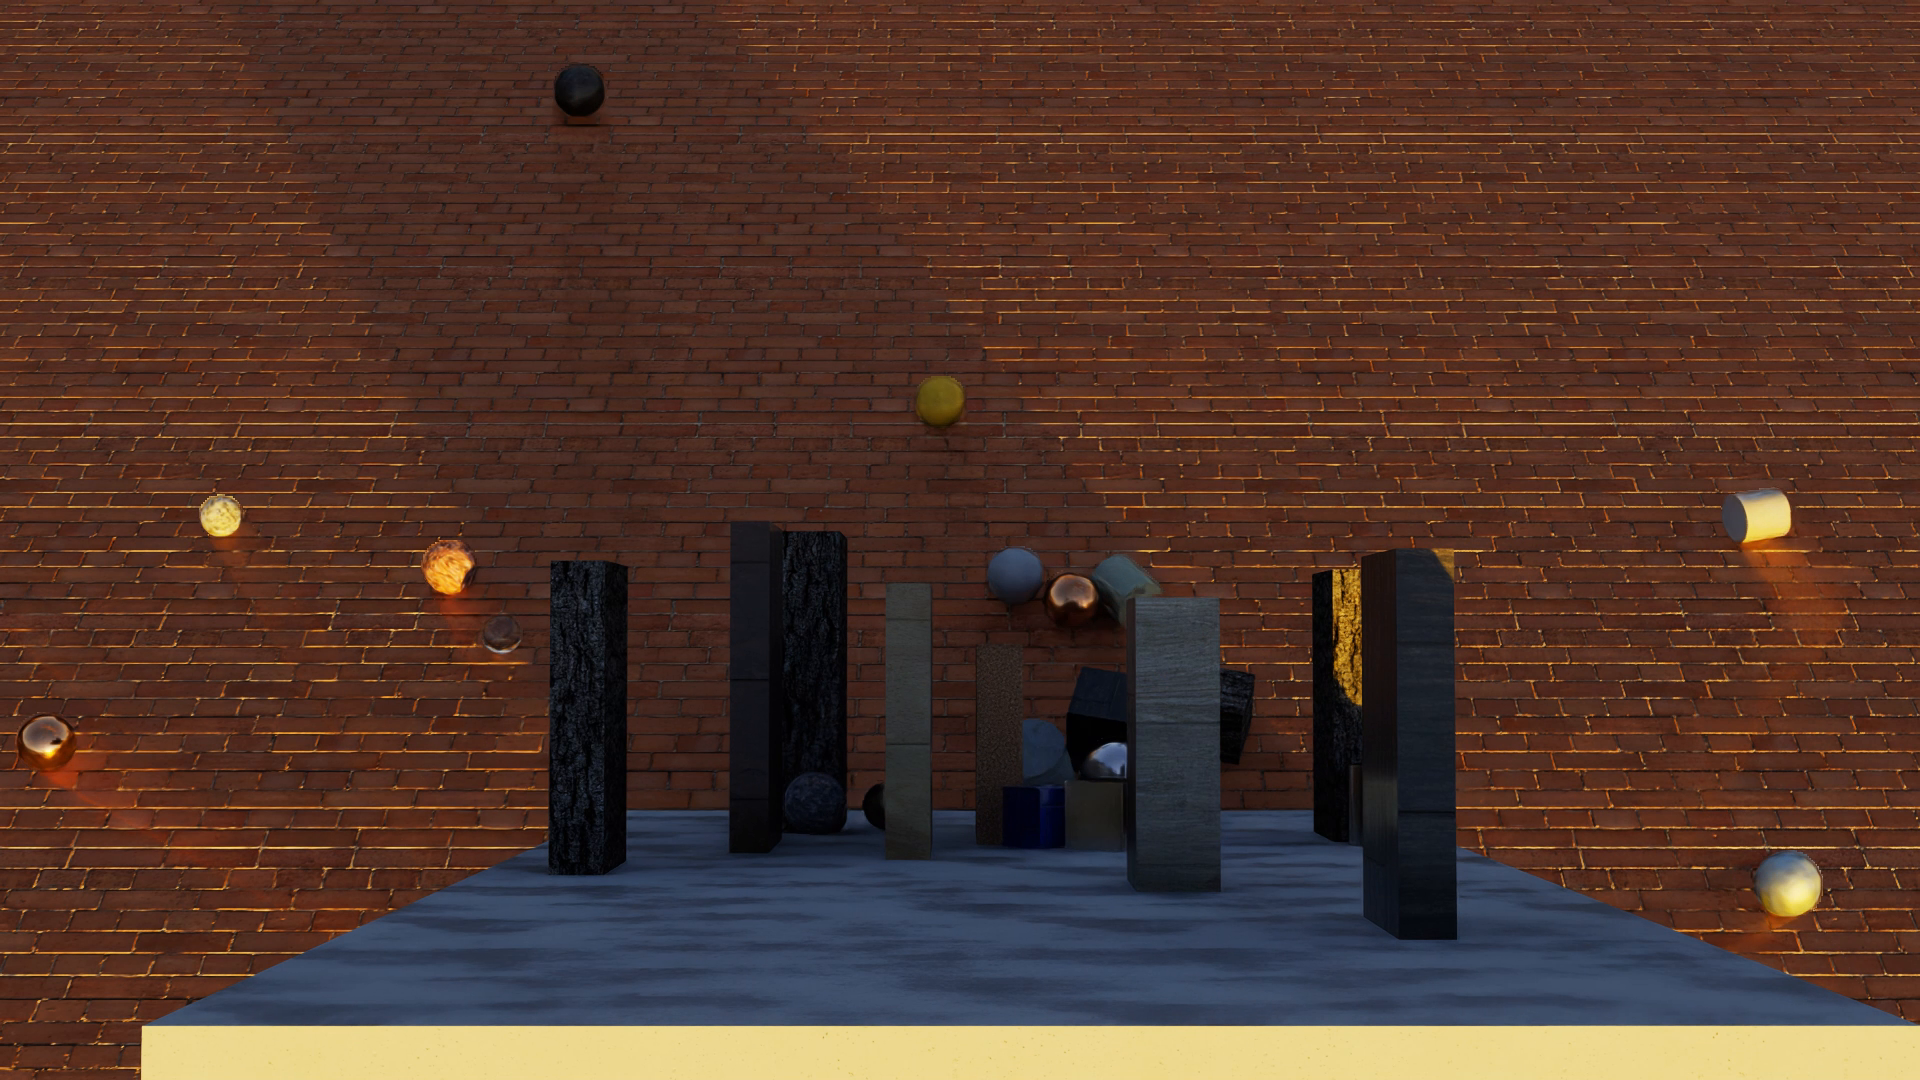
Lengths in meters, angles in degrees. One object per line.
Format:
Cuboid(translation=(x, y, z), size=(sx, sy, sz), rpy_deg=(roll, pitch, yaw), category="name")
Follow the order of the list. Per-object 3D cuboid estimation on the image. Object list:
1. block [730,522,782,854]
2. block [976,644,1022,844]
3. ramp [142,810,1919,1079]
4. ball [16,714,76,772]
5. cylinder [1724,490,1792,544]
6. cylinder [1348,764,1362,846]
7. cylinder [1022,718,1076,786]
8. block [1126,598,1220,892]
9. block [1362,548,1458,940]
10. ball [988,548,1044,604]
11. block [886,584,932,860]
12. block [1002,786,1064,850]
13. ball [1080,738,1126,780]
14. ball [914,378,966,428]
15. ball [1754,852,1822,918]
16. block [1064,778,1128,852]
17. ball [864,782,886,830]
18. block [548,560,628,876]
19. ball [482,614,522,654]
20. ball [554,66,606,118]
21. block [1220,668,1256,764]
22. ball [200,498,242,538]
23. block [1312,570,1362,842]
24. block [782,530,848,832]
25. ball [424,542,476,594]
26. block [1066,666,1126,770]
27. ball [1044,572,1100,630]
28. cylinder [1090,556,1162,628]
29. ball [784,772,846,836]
Cuboid(translation=(-0.442, 0.317, 5.663), size=(0.082, 0.696, 0.404), rpy_deg=(0, -2, 0), category="block")
Cuboid(translation=(0.087, 0.457, 5.914), size=(0.101, 0.438, 0.443), rpy_deg=(0, -2, 0), category="block")
Cuboid(translation=(0.081, 0.683, 4.918), size=(2.000, 0.100, 4.000), rpy_deg=(0, -2, 0), category="ramp")
Cuboid(translation=(-2.505, 0.556, 7.136), size=(0.156, 0.156, 0.156), rpy_deg=(0, 37, 0), category="ball")
Cuboid(translation=(2.447, -0.073, 7.985), size=(0.146, 0.146, 0.146), rpy_deg=(-9, 38, -12), category="cylinder")
Cuboid(translation=(0.937, 0.578, 5.683), size=(0.175, 0.175, 0.175), rpy_deg=(0, -2, 0), category="cylinder")
Cuboid(translation=(0.200, 0.623, 6.969), size=(0.203, 0.203, 0.203), rpy_deg=(-9, 44, 9), category="cylinder")
Cuboid(translation=(0.384, 0.365, 4.703), size=(0.148, 0.517, 0.251), rpy_deg=(0, -2, 0), category="block")
Cuboid(translation=(0.684, 0.306, 3.983), size=(0.085, 0.572, 0.334), rpy_deg=(0, -2, 0), category="block")
Cuboid(translation=(0.164, 0.108, 7.725), size=(0.168, 0.168, 0.168), rpy_deg=(0, 37, 0), category="ball")
Cuboid(translation=(-0.106, 0.377, 5.494), size=(0.091, 0.560, 0.425), rpy_deg=(0, -2, 0), category="block")
Cuboid(translation=(0.183, 0.600, 5.641), size=(0.128, 0.128, 0.128), rpy_deg=(2, -3, -38), category="block")
Cuboid(translation=(0.416, 0.627, 7.010), size=(0.182, 0.182, 0.182), rpy_deg=(0, 37, 0), category="ball")
Cuboid(translation=(-0.065, -0.446, 8.468), size=(0.164, 0.164, 0.164), rpy_deg=(0, 37, 0), category="ball")
Cuboid(translation=(2.127, 0.886, 6.687), size=(0.165, 0.165, 0.165), rpy_deg=(0, 37, 0), category="ball")
Cuboid(translation=(0.326, 0.588, 5.578), size=(0.146, 0.146, 0.146), rpy_deg=(-2, -3, 35), category="block")
Cuboid(translation=(-0.173, 0.630, 6.169), size=(0.114, 0.114, 0.114), rpy_deg=(0, 37, 0), category="ball")
Cuboid(translation=(-0.725, 0.343, 5.091), size=(0.104, 0.594, 0.335), rpy_deg=(0, -2, 0), category="block")
Cuboid(translation=(-1.330, 0.274, 7.549), size=(0.113, 0.113, 0.113), rpy_deg=(0, 37, 0), category="ball")
Cuboid(translation=(-1.490, -1.757, 10.190), size=(0.199, 0.199, 0.199), rpy_deg=(0, 37, 0), category="ball")
Cuboid(translation=(0.707, 0.481, 7.215), size=(0.181, 0.181, 0.181), rpy_deg=(10, 38, 13), category="block")
Cuboid(translation=(-2.274, -0.070, 8.000), size=(0.123, 0.123, 0.123), rpy_deg=(0, 37, 0), category="ball")
Cuboid(translation=(0.892, 0.375, 5.947), size=(0.124, 0.604, 0.336), rpy_deg=(0, -2, 0), category="block")
Cuboid(translation=(-0.356, 0.340, 6.279), size=(0.148, 0.704, 0.415), rpy_deg=(0, -2, 0), category="block")
Cuboid(translation=(-1.523, 0.083, 7.767), size=(0.157, 0.157, 0.157), rpy_deg=(0, 37, 0), category="ball")
Cuboid(translation=(0.413, 0.504, 7.166), size=(0.202, 0.202, 0.202), rpy_deg=(8, 38, 11), category="block")
Cuboid(translation=(0.328, 0.178, 7.617), size=(0.169, 0.169, 0.169), rpy_deg=(0, 37, 0), category="ball")
Cuboid(translation=(0.487, 0.154, 7.672), size=(0.158, 0.158, 0.158), rpy_deg=(-20, 41, -25), category="cylinder")
Cuboid(translation=(-0.333, 0.606, 5.976), size=(0.146, 0.146, 0.146), rpy_deg=(0, 37, 0), category="ball")
